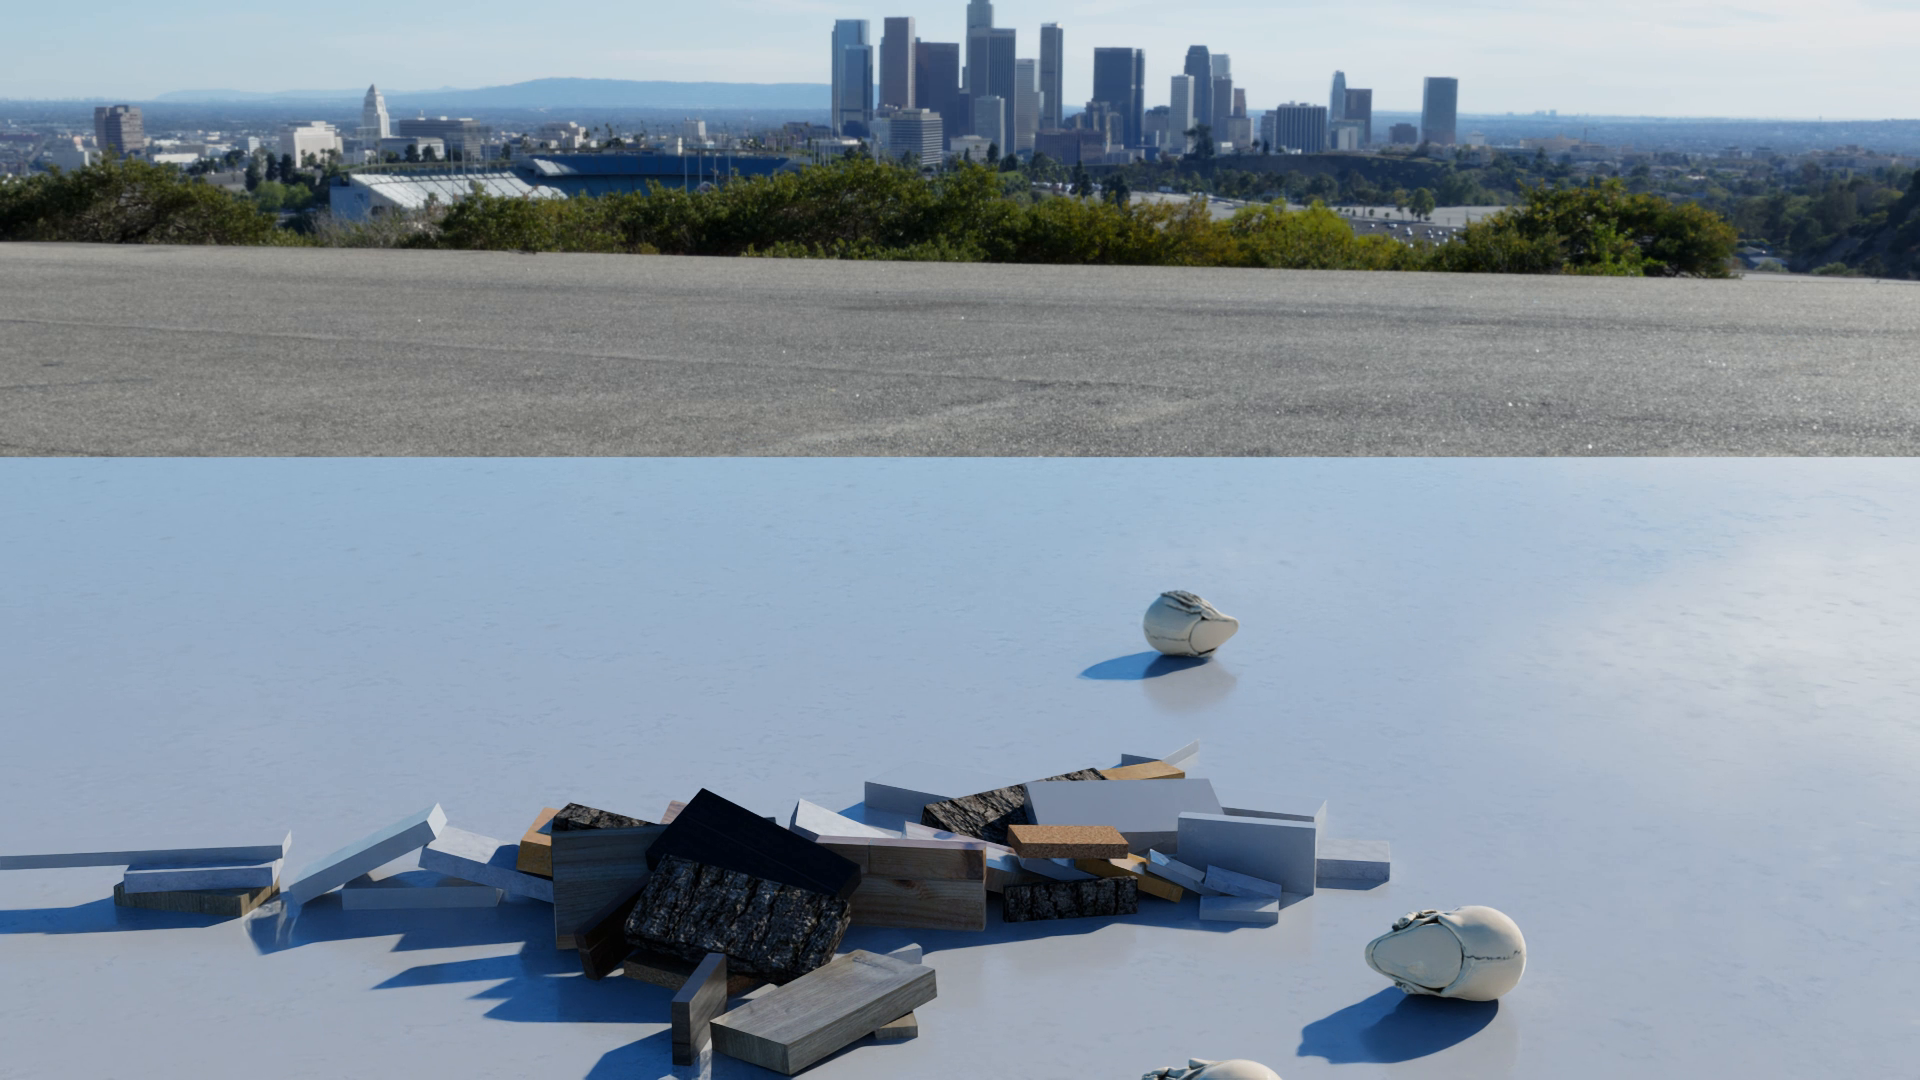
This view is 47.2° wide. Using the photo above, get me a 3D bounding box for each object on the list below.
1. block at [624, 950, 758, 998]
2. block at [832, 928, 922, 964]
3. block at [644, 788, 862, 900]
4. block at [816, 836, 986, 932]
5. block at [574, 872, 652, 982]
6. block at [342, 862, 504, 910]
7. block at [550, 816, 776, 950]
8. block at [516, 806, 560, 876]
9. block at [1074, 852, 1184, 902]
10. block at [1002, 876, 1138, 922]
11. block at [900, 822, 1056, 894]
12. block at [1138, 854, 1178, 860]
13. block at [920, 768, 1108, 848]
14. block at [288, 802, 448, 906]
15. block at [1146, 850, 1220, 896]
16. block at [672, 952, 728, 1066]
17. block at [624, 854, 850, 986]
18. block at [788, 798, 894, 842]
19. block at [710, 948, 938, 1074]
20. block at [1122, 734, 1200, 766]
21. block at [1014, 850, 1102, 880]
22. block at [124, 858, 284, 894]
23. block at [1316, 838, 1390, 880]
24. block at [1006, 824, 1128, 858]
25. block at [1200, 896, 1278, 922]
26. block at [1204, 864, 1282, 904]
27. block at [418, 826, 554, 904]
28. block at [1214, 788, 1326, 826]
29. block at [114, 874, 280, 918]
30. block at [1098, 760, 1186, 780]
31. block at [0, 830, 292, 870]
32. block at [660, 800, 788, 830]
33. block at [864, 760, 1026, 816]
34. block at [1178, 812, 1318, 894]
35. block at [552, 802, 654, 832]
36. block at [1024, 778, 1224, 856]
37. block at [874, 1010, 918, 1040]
[{"bbox_3d":[-0.405,0.646,3.296,0.183,0.026,0.091,7,13,33],"label":"block"},{"bbox_3d":[-0.160,0.635,3.355,0.183,0.026,0.091,-6,12,-28],"label":"block"},{"bbox_3d":[-0.322,0.510,3.430,0.302,0.043,0.151,22,49,23],"label":"block"},{"bbox_3d":[-0.095,0.549,3.519,0.271,0.135,0.038,2,11,8],"label":"block"},{"bbox_3d":[-0.513,0.586,3.339,0.023,0.083,0.166,7,30,35],"label":"block"},{"bbox_3d":[-0.888,0.574,3.658,0.249,0.035,0.125,-1,11,-3],"label":"block"},{"bbox_3d":[-0.462,0.542,3.485,0.357,0.051,0.179,-2,55,-13],"label":"block"},{"bbox_3d":[-0.540,0.530,3.662,0.357,0.051,0.179,11,11,0],"label":"block"},{"bbox_3d":[0.280,0.548,3.665,0.182,0.026,0.091,19,11,-1],"label":"block"},{"bbox_3d":[0.179,0.581,3.557,0.220,0.059,0.017,-2,11,-11],"label":"block"},{"bbox_3d":[0.037,0.538,3.649,0.271,0.038,0.135,15,9,-6],"label":"block"},{"bbox_3d":[0.395,0.554,3.791,0.177,0.025,0.089,3,11,14],"label":"block"},{"bbox_3d":[0.136,0.499,3.900,0.388,0.047,0.166,-8,31,-36],"label":"block"},{"bbox_3d":[-0.981,0.520,3.650,0.249,0.035,0.125,-26,8,-2],"label":"block"},{"bbox_3d":[0.371,0.557,3.662,0.126,0.018,0.063,24,11,-1],"label":"block"},{"bbox_3d":[-0.363,0.654,3.074,0.026,0.091,0.183,2,11,10],"label":"block"},{"bbox_3d":[-0.333,0.574,3.295,0.302,0.043,0.151,12,41,14],"label":"block"},{"bbox_3d":[-0.152,0.518,3.649,0.271,0.038,0.135,23,10,-6],"label":"block"},{"bbox_3d":[-0.189,0.661,3.102,0.151,0.043,0.302,5,15,40],"label":"block"},{"bbox_3d":[0.407,0.430,4.460,0.089,0.025,0.177,6,12,30],"label":"block"},{"bbox_3d":[0.184,0.545,3.656,0.182,0.026,0.091,20,9,-11],"label":"block"},{"bbox_3d":[-1.250,0.544,3.644,0.233,0.033,0.117,-2,11,-8],"label":"block"},{"bbox_3d":[0.625,0.548,3.803,0.230,0.033,0.115,2,11,9],"label":"block"},{"bbox_3d":[0.177,0.498,3.628,0.182,0.026,0.091,2,11,-14],"label":"block"},{"bbox_3d":[0.453,0.599,3.570,0.126,0.018,0.063,1,11,8],"label":"block"},{"bbox_3d":[0.468,0.572,3.637,0.126,0.018,0.063,15,12,6],"label":"block"},{"bbox_3d":[-0.759,0.540,3.652,0.249,0.035,0.125,15,9,-2],"label":"block"},{"bbox_3d":[0.552,0.499,4.069,0.230,0.033,0.115,4,11,20],"label":"block"},{"bbox_3d":[-1.262,0.579,3.639,0.233,0.033,0.117,3,11,13],"label":"block"},{"bbox_3d":[0.339,0.464,4.277,0.177,0.025,0.089,-6,12,-28],"label":"block"},{"bbox_3d":[-1.353,0.514,3.651,0.457,0.023,0.083,-1,11,-7],"label":"block"},{"bbox_3d":[-0.324,0.524,3.655,0.357,0.051,0.179,14,11,-1],"label":"block"},{"bbox_3d":[0.005,0.481,4.127,0.332,0.047,0.166,7,12,32],"label":"block"},{"bbox_3d":[0.482,0.526,3.698,0.230,0.115,0.033,3,11,15],"label":"block"},{"bbox_3d":[-0.588,0.480,3.673,0.166,0.023,0.083,13,11,7],"label":"block"},{"bbox_3d":[0.289,0.483,3.838,0.332,0.047,0.166,0,26,-8],"label":"block"},{"bbox_3d":[-0.097,0.680,3.139,0.059,0.017,0.118,-2,11,-9],"label":"block"}]
